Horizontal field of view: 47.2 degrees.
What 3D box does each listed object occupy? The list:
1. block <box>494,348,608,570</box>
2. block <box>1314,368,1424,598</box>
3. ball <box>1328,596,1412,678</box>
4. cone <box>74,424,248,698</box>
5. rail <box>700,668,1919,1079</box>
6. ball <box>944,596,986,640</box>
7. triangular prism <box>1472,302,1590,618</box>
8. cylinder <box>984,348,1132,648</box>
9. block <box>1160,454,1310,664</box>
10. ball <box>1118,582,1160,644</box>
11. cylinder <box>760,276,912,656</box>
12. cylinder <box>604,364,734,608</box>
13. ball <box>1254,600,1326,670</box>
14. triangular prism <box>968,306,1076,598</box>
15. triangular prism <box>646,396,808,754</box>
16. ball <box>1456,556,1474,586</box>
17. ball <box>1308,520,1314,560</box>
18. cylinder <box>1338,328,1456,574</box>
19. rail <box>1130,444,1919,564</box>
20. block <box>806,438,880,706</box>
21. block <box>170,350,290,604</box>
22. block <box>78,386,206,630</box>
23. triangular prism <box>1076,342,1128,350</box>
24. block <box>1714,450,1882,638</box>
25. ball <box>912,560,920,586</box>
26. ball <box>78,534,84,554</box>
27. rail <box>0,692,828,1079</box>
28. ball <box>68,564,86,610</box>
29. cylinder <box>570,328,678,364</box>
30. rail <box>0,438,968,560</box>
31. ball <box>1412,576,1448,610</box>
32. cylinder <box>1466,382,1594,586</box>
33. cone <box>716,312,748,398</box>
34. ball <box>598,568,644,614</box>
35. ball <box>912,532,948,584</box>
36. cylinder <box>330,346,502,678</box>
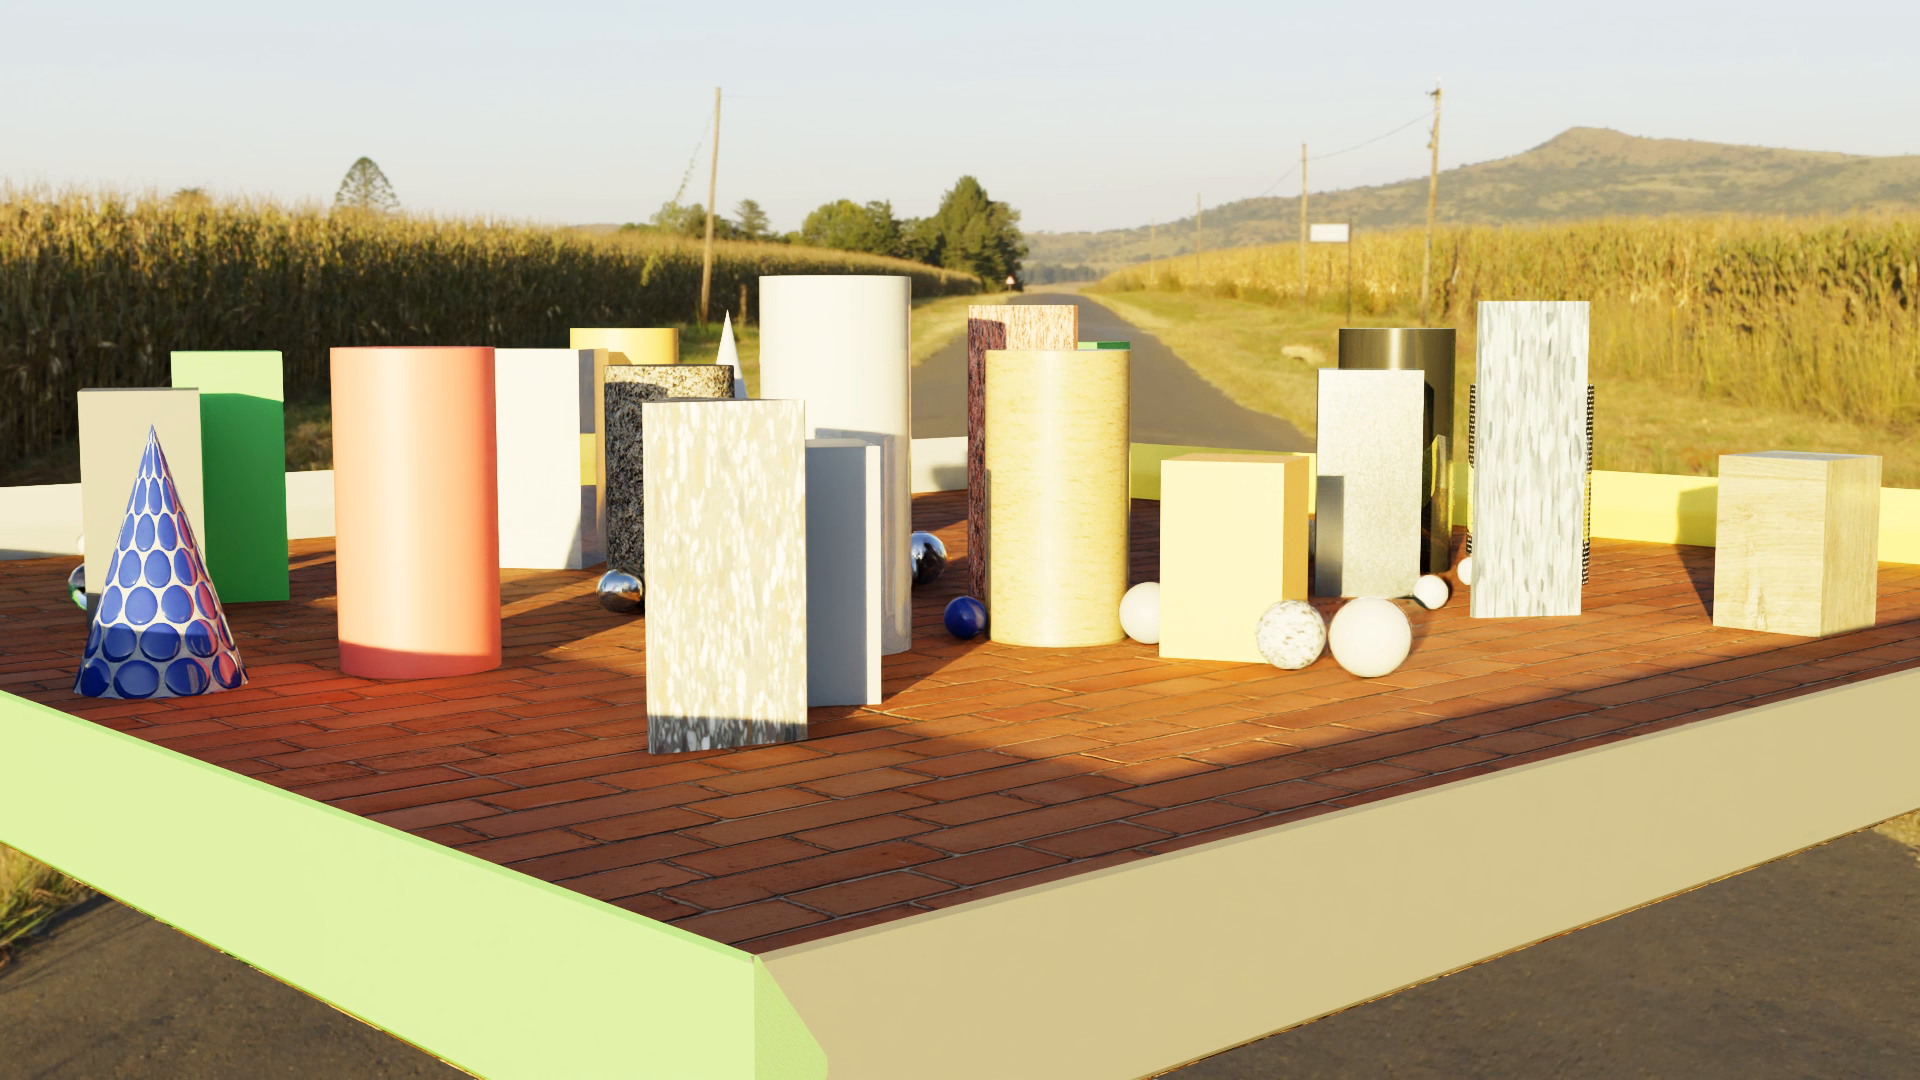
[{"bbox_3d":[-0.718,-0.147,3.872,0.159,0.379,0.159,1,6,10],"label":"block"},{"bbox_3d":[0.644,-0.093,3.480,0.159,0.353,0.159,1,6,8],"label":"block"},{"bbox_3d":[0.499,0.118,2.674,0.099,0.099,0.099,0,6,0],"label":"ball"},{"bbox_3d":[-0.954,0.017,2.613,0.198,0.313,0.198,0,6,0],"label":"cone"},{"bbox_3d":[1.067,0.153,2.182,3.221,0.129,0.045,-5,8,-42],"label":"rail"},{"bbox_3d":[0.007,0.106,2.987,0.058,0.058,0.058,0,6,0],"label":"ball"},{"bbox_3d":[0.815,-0.124,3.267,0.172,0.458,0.149,-1,6,-12],"label":"triangular prism"},{"bbox_3d":[0.133,-0.063,3.000,0.198,0.392,0.198,0,6,0],"label":"cylinder"},{"bbox_3d":[0.360,0.020,2.872,0.159,0.254,0.159,2,6,20],"label":"block"},{"bbox_3d":[0.255,0.098,2.945,0.083,0.083,0.083,0,6,0],"label":"ball"},{"bbox_3d":[-0.163,-0.101,2.900,0.198,0.488,0.198,0,6,0],"label":"cylinder"},{"bbox_3d":[-0.444,-0.087,3.376,0.198,0.362,0.198,0,6,0],"label":"cylinder"},{"bbox_3d":[0.411,0.118,2.735,0.088,0.088,0.088,0,6,0],"label":"ball"},{"bbox_3d":[0.115,-0.141,3.460,0.172,0.452,0.149,2,6,16],"label":"triangular prism"},{"bbox_3d":[-0.269,0.029,2.303,0.172,0.353,0.149,-3,7,-27],"label":"triangular prism"},{"bbox_3d":[0.831,0.051,3.568,0.048,0.048,0.048,0,6,0],"label":"ball"},{"bbox_3d":[0.628,0.000,3.941,0.072,0.072,0.072,0,6,0],"label":"ball"},{"bbox_3d":[0.751,-0.157,3.797,0.198,0.414,0.198,0,6,0],"label":"cylinder"},{"bbox_3d":[1.166,-0.078,4.402,0.045,0.129,3.194,-5,8,-42],"label":"rail"},{"bbox_3d":[-0.184,0.034,2.545,0.159,0.293,0.159,-1,6,-11],"label":"block"},{"bbox_3d":[-1.136,-0.102,3.422,0.159,0.382,0.159,-2,6,-20],"label":"block"},{"bbox_3d":[-1.170,-0.050,3.157,0.159,0.333,0.159,-2,6,-19],"label":"block"},{"bbox_3d":[0.269,-0.195,4.302,0.149,0.384,0.172,-4,7,-33],"label":"triangular prism"},{"bbox_3d":[1.181,0.002,3.103,0.159,0.242,0.159,-5,8,-41],"label":"block"},{"bbox_3d":[-0.093,0.052,3.525,0.054,0.054,0.054,0,6,0],"label":"ball"},{"bbox_3d":[-1.577,0.009,3.989,0.044,0.044,0.044,0,6,0],"label":"ball"},{"bbox_3d":[-1.166,0.145,2.262,0.045,0.129,3.194,-5,8,-42],"label":"rail"},{"bbox_3d":[-1.280,0.069,3.256,0.076,0.076,0.076,0,6,0],"label":"ball"},{"bbox_3d":[-0.622,-0.187,4.096,0.198,0.412,0.198,0,6,0],"label":"cylinder"},{"bbox_3d":[-1.067,-0.086,4.482,3.221,0.129,0.045,-5,8,-42],"label":"rail"},{"bbox_3d":[0.703,0.078,3.285,0.052,0.052,0.052,0,6,0],"label":"ball"},{"bbox_3d":[0.939,-0.095,3.625,0.198,0.326,0.198,0,6,0],"label":"cylinder"},{"bbox_3d":[-0.390,-0.165,3.717,0.198,0.446,0.198,0,6,0],"label":"cone"},{"bbox_3d":[-0.501,0.075,3.247,0.066,0.066,0.066,0,6,0],"label":"ball"},{"bbox_3d":[-0.064,0.030,3.589,0.085,0.085,0.085,0,6,0],"label":"ball"},{"bbox_3d":[-0.678,-0.040,2.748,0.198,0.399,0.198,0,6,0],"label":"cylinder"}]
